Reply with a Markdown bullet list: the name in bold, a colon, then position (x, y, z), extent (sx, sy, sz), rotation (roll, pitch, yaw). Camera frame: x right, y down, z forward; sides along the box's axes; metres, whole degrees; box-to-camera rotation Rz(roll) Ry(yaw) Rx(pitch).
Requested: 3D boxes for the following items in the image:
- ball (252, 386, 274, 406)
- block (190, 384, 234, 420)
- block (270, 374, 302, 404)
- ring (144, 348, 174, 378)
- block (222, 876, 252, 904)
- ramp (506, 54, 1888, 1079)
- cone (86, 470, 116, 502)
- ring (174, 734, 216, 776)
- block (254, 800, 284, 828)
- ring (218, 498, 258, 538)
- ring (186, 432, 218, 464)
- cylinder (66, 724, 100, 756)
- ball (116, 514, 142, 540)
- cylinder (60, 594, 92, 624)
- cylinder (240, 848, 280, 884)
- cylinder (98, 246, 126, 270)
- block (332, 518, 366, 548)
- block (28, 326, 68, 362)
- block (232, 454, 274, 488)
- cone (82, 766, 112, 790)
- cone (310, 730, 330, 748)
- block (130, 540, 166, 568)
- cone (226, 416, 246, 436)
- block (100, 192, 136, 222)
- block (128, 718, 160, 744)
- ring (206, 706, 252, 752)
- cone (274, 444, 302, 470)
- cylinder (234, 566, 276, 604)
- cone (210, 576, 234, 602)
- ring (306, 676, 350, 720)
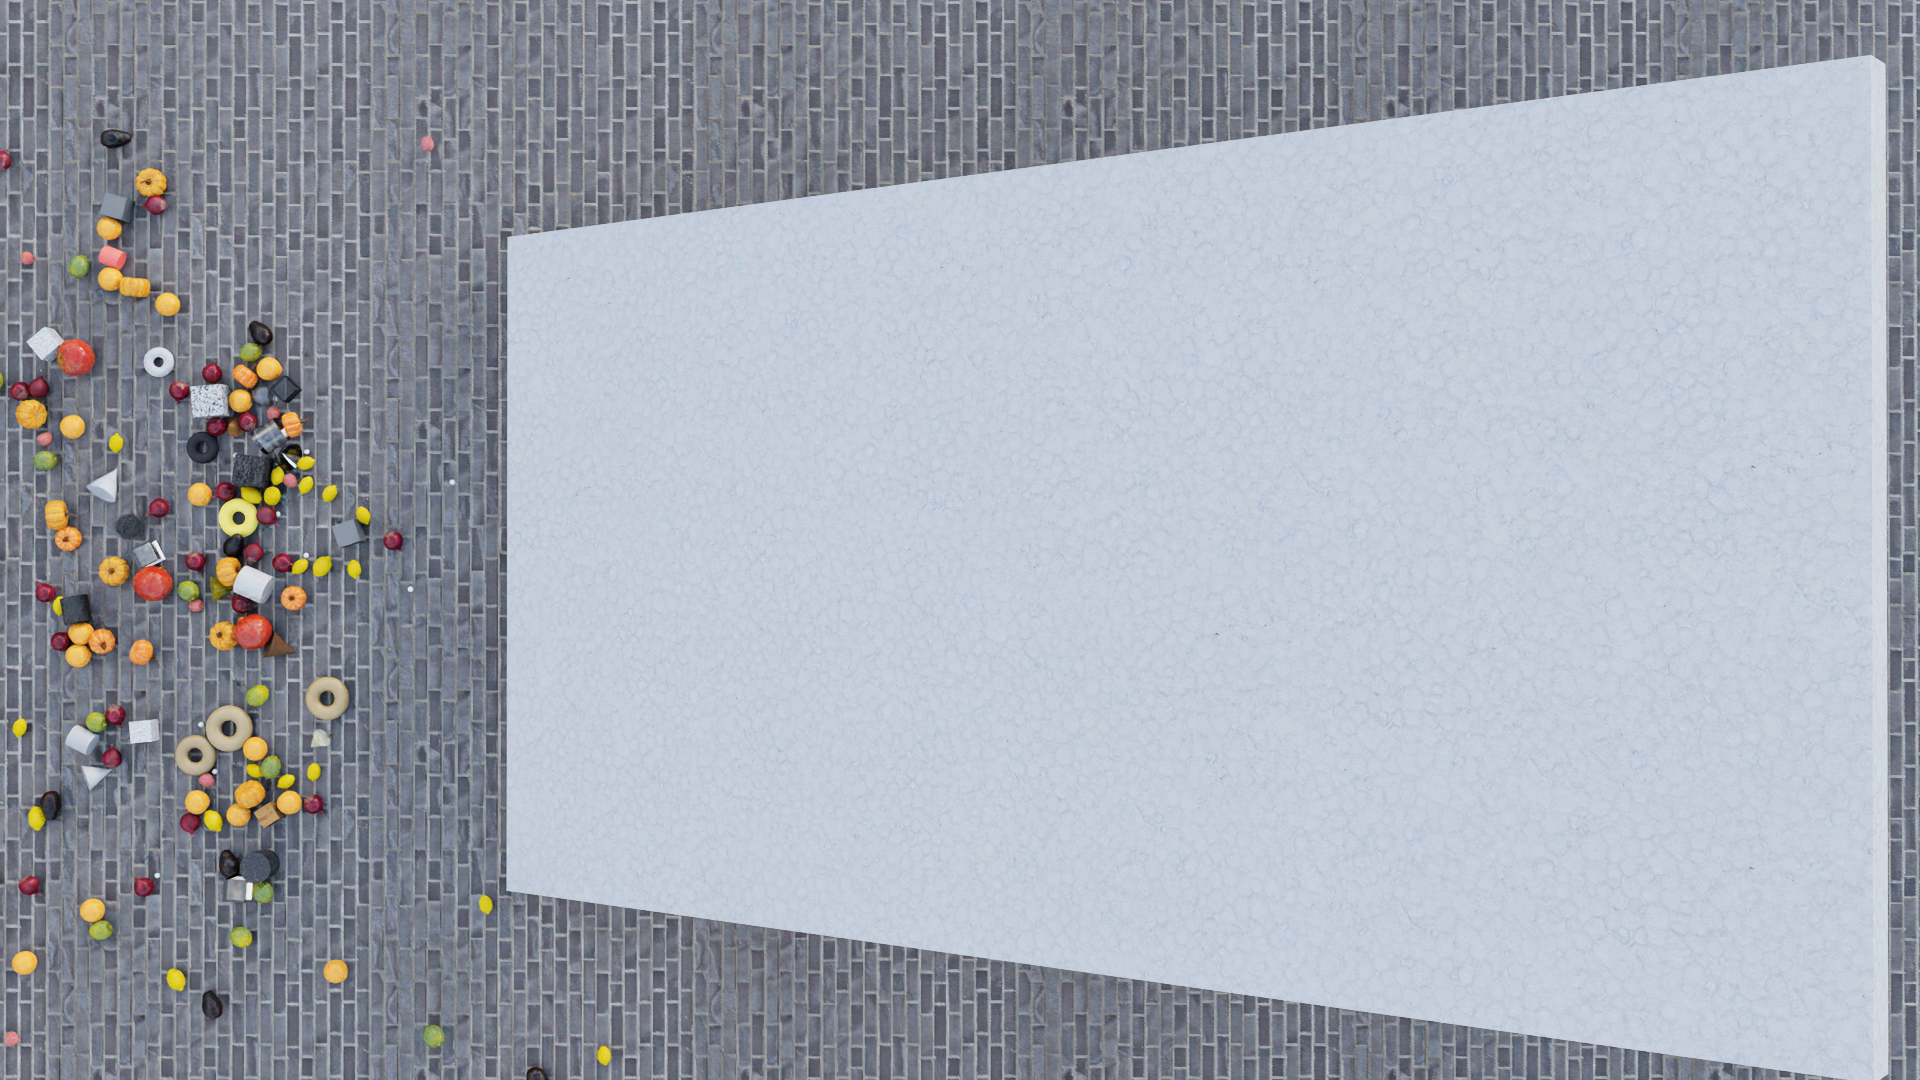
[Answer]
- **ball**: position (-2.149, -0.444, 6.780), extent (0.063, 0.063, 0.063), rotation (0, 90, 0)
- **block**: position (-2.300, -0.425, 6.764), extent (0.094, 0.094, 0.094), rotation (-5, 90, 0)
- **block**: position (-2.079, -0.465, 6.782), extent (0.059, 0.059, 0.059), rotation (-45, 90, 0)
- **ring**: position (-2.476, -0.550, 6.797), extent (0.093, 0.031, 0.093), rotation (0, 90, -1)
- **block**: position (-2.223, 1.076, 6.766), extent (0.069, 0.069, 0.069), rotation (5, 90, 0)
- **ramp**: position (0.225, 0.064, 5.542), extent (4.000, 0.100, 2.000), rotation (0, 90, 38)
- **cone**: position (-2.627, -0.183, 6.788), extent (0.094, 0.094, 0.094), rotation (22, 63, 0)
- **ring**: position (-2.357, 0.664, 6.783), extent (0.128, 0.043, 0.128), rotation (0, 90, -1)
- **block**: position (-2.127, 0.845, 6.773), extent (0.058, 0.058, 0.058), rotation (-33, 90, 0)
- **ring**: position (-2.226, -0.068, 6.788), extent (0.123, 0.041, 0.123), rotation (0, 93, -1)
- **ring**: position (-2.340, -0.285, 6.794), extent (0.100, 0.033, 0.100), rotation (0, 91, 0)
- **cylinder**: position (-2.701, 0.616, 6.769), extent (0.070, 0.070, 0.070), rotation (27, 90, 0)
- **ball**: position (-2.558, -0.042, 6.770), extent (0.077, 0.077, 0.077), rotation (0, 90, 0)
- **cylinder**: position (-2.720, 0.214, 6.766), extent (0.081, 0.081, 0.081), rotation (-11, 90, 0)
- **cylinder**: position (-2.150, 1.001, 6.754), extent (0.094, 0.094, 0.094), rotation (0, 90, 0)
- **cylinder**: position (-2.614, -0.872, 6.785), extent (0.058, 0.058, 0.058), rotation (22, 90, 0)
- **block**: position (-1.881, -0.020, 6.773), extent (0.070, 0.070, 0.070), rotation (-19, 90, 0)
- **block**: position (-2.811, -0.603, 6.776), extent (0.072, 0.072, 0.072), rotation (-40, 90, 0)
- **block**: position (-2.174, -0.213, 6.763), extent (0.092, 0.092, 0.092), rotation (7, 90, 0)
- **cone**: position (-2.655, 0.721, 6.785), extent (0.082, 0.082, 0.082), rotation (-20, 90, -27)
- **cone**: position (-1.988, 0.626, 6.790), extent (0.061, 0.061, 0.061), rotation (-38, 90, 26)
- **block**: position (-2.503, 0.044, 6.775), extent (0.065, 0.065, 0.065), rotation (-26, 90, 0)
- **cone**: position (-2.244, -0.351, 6.779), extent (0.062, 0.062, 0.062), rotation (0, 90, 0)
- **block**: position (-2.598, -1.025, 6.780), extent (0.069, 0.069, 0.069), rotation (16, 90, 0)
- **block**: position (-2.511, 0.588, 6.771), extent (0.065, 0.065, 0.065), rotation (-5, 90, 0)
- **ring**: position (-2.253, 0.581, 6.780), extent (0.145, 0.048, 0.145), rotation (0, 90, 1)
- **cone**: position (-2.095, -0.270, 6.791), extent (0.087, 0.087, 0.087), rotation (22, 90, 28)
- **cylinder**: position (-2.170, 0.137, 6.762), extent (0.091, 0.091, 0.091), rotation (23, 90, 0)
- **cone**: position (-2.267, 0.147, 6.789), extent (0.080, 0.080, 0.080), rotation (-7, 90, -27)
- **ring**: position (-1.951, 0.488, 6.783), extent (0.135, 0.045, 0.135), rotation (0, 91, 0)
